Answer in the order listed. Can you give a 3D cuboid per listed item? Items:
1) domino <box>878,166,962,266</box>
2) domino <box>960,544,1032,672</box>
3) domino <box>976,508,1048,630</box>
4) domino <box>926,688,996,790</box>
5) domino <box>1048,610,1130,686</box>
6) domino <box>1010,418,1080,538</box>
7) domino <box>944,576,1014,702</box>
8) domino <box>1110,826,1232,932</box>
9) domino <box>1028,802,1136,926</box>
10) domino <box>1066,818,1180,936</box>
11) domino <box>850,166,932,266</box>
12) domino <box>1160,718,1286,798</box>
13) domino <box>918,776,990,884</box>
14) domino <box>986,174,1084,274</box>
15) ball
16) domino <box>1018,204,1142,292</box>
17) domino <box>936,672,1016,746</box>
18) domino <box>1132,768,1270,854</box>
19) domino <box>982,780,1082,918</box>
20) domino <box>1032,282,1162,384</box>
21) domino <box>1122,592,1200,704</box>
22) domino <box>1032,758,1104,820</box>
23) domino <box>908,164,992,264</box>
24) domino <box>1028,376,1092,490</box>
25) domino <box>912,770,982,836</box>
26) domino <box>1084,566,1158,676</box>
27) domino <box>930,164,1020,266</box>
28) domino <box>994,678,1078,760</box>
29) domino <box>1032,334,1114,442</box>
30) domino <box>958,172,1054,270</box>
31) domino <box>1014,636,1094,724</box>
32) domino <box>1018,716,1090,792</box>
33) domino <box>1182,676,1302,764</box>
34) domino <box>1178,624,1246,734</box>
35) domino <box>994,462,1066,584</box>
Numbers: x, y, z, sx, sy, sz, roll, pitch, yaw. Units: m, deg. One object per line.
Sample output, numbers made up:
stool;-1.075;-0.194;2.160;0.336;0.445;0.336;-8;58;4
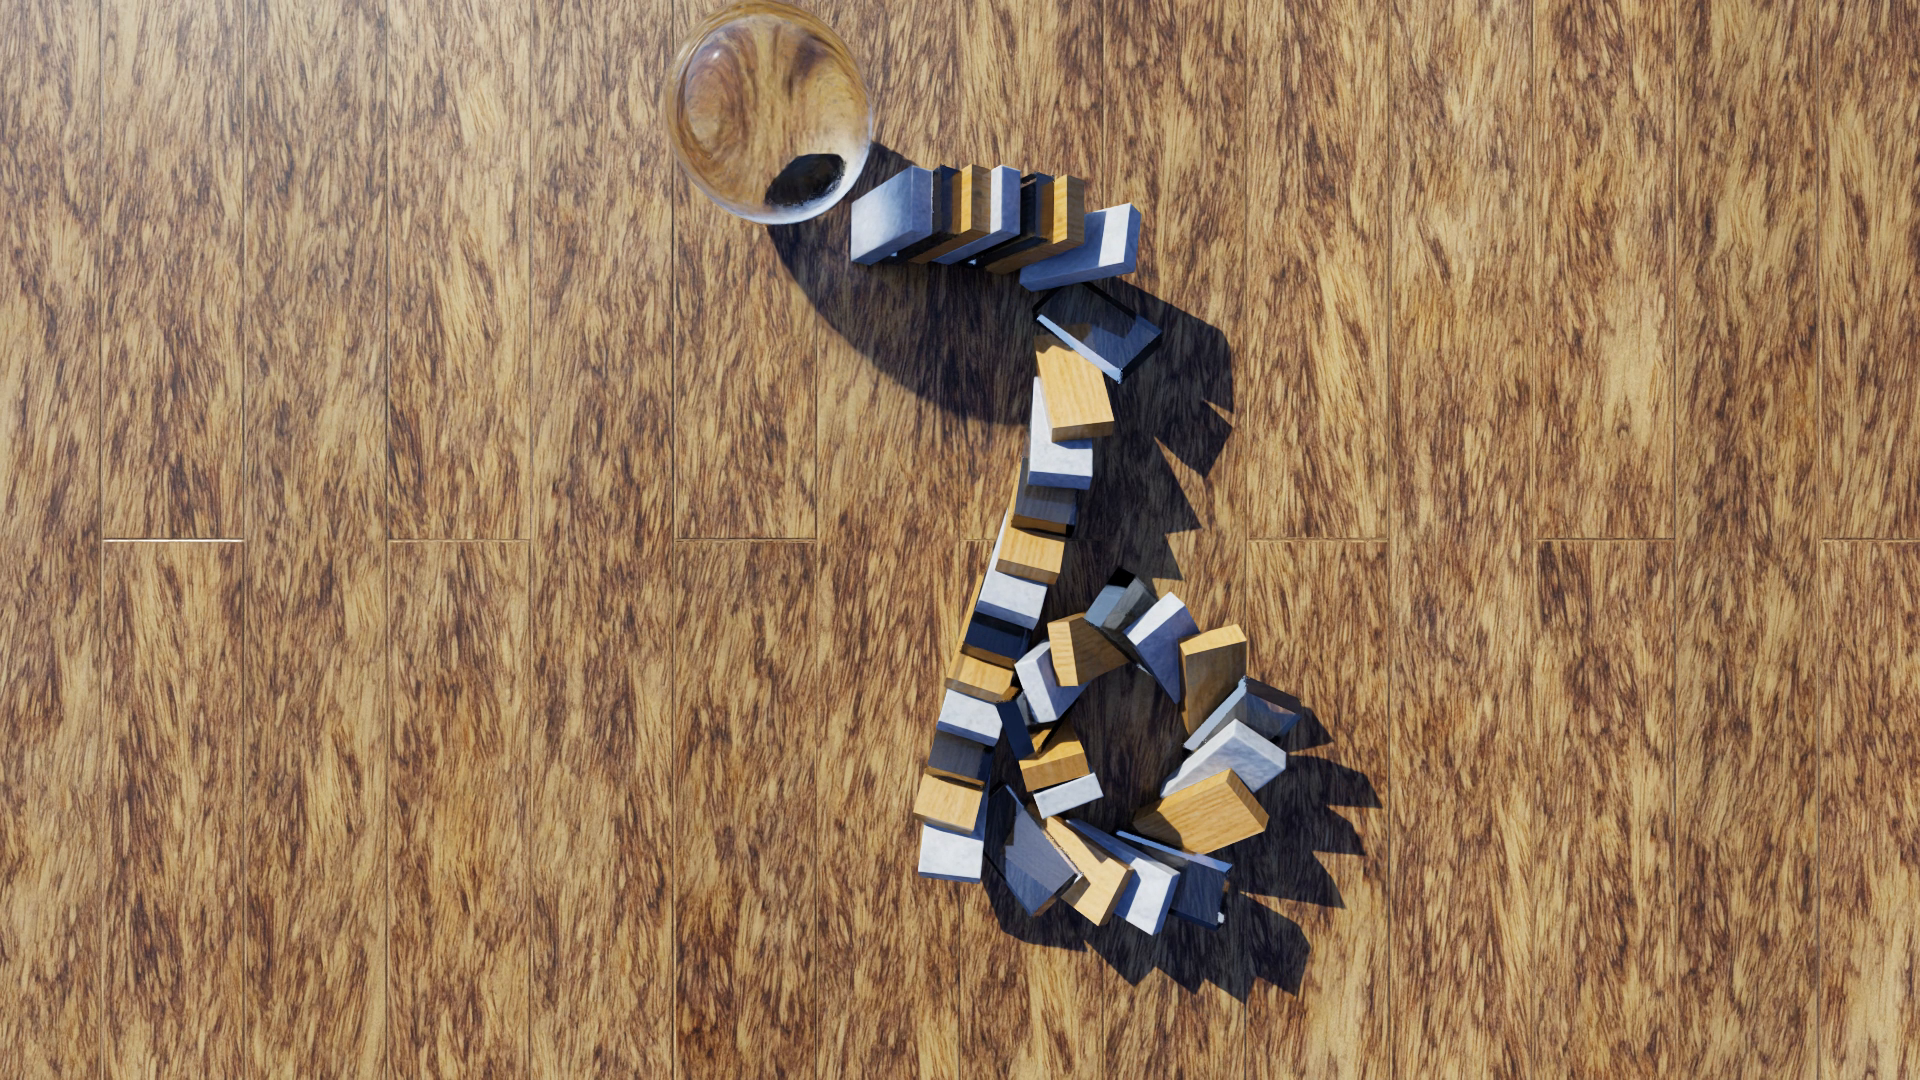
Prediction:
domino;-0.017;-0.132;0.377;0.009;0.050;0.025;1;90;-34
domino;0.019;0.027;0.381;0.025;0.009;0.050;18;56;1
domino;0.025;0.010;0.381;0.025;0.010;0.050;18;56;1
domino;0.004;0.075;0.383;0.025;0.009;0.050;16;58;0
domino;0.054;0.042;0.377;0.010;0.050;0.025;-8;90;35
domino;0.037;-0.026;0.383;0.025;0.010;0.050;11;58;0
domino;0.012;0.041;0.382;0.025;0.010;0.050;18;56;0
domino;0.085;0.140;0.382;0.050;0.009;0.025;10;96;32
domino;0.045;0.134;0.382;0.050;0.009;0.025;27;90;35
domino;0.064;0.139;0.381;0.050;0.009;0.025;19;93;36
domino;-0.029;-0.132;0.377;0.010;0.050;0.025;1;90;-34
domino;0.109;0.098;0.381;0.025;0.009;0.050;34;127;-1
domino;-0.002;0.115;0.382;0.025;0.009;0.050;5;57;3
domino;0.030;-0.129;0.377;0.010;0.050;0.025;1;89;-37
ball;-0.074;-0.166;0.360;0.080;0.080;0.080;0;90;0
domino;0.049;-0.120;0.379;0.050;0.010;0.025;1;79;39
domino;0.009;0.058;0.382;0.025;0.009;0.050;17;57;0
domino;0.099;0.116;0.382;0.050;0.009;0.025;-38;90;35
domino;0.024;0.128;0.382;0.025;0.009;0.050;-44;54;0
domino;0.057;-0.090;0.384;0.025;0.009;0.050;-44;66;-10
domino;0.088;0.046;0.380;0.025;0.009;0.050;-40;132;-1
domino;0.041;0.097;0.375;0.025;0.050;0.010;-21;91;0
domino;-0.006;-0.133;0.377;0.010;0.050;0.025;1;90;-34
domino;0.042;-0.045;0.383;0.025;0.009;0.050;5;58;0
domino;-0.001;0.094;0.382;0.025;0.009;0.050;16;58;2
domino;0.073;0.034;0.378;0.025;0.010;0.050;-54;133;-6
domino;0.006;-0.132;0.377;0.010;0.050;0.025;1;90;-34
domino;0.032;0.066;0.374;0.009;0.050;0.025;-16;100;30
domino;0.047;-0.065;0.383;0.025;0.009;0.050;-7;59;-1
domino;0.018;-0.130;0.377;0.009;0.050;0.025;1;90;-37
domino;0.040;0.053;0.375;0.009;0.050;0.025;-17;95;30
domino;0.035;0.084;0.375;0.025;0.050;0.010;-16;101;0
domino;0.116;0.080;0.380;0.025;0.010;0.050;23;128;-4
domino;0.105;0.059;0.381;0.025;0.010;0.050;-14;129;0
domino;0.032;-0.007;0.382;0.025;0.010;0.050;14;56;0
